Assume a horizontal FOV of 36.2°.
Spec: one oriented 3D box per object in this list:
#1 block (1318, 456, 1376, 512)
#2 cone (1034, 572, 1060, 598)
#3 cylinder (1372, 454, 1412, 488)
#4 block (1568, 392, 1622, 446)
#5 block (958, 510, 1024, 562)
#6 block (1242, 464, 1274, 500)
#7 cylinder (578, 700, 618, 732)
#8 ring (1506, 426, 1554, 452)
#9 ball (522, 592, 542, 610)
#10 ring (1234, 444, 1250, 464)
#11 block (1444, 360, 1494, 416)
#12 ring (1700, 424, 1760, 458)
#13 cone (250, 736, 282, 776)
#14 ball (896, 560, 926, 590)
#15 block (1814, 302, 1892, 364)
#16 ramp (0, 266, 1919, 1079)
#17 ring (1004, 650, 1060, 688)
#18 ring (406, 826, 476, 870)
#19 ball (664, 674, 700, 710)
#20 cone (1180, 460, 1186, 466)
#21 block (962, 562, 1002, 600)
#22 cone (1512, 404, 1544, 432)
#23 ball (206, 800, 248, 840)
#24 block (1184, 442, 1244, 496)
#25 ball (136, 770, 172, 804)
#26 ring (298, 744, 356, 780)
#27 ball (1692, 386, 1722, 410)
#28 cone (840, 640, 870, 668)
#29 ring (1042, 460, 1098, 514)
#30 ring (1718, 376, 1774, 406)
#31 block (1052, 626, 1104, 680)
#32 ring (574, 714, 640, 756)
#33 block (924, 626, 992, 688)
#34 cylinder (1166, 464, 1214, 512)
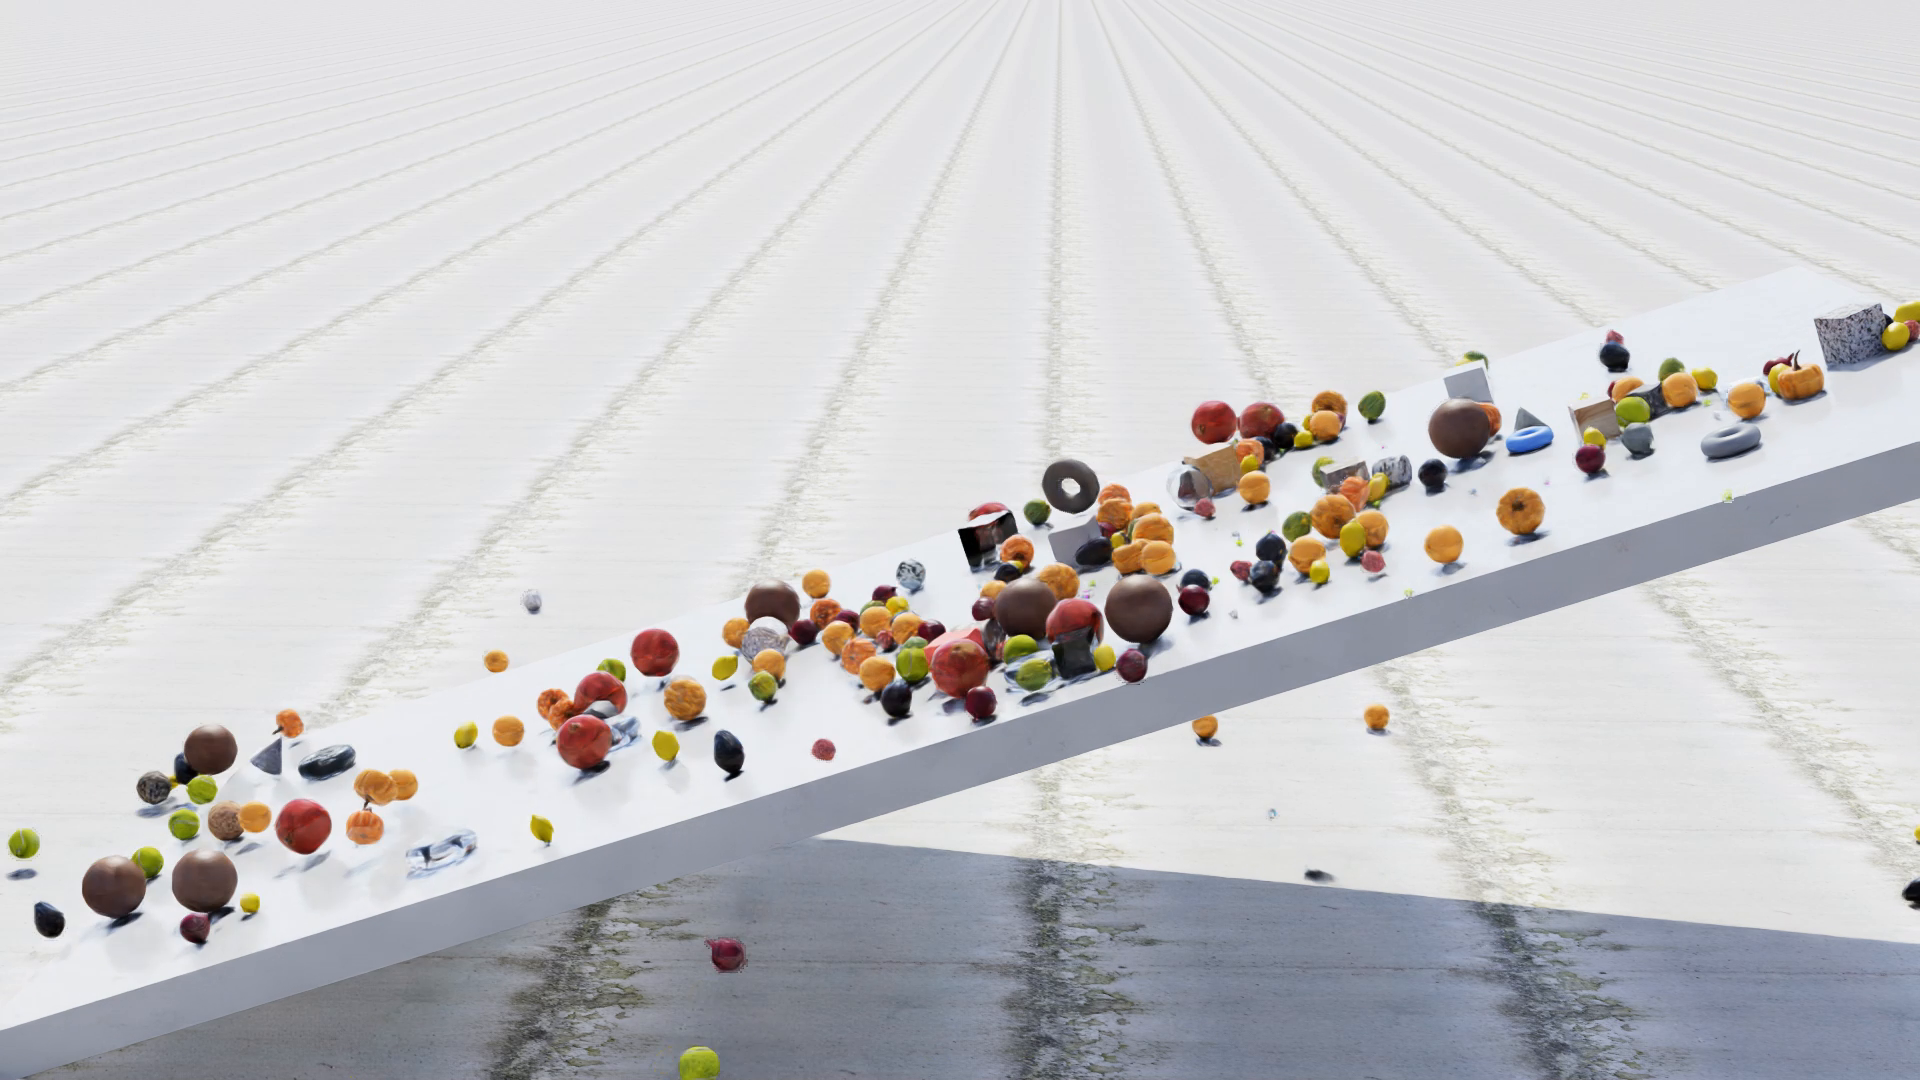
[{"bbox_3d":[0.808,-0.118,6.136,0.084,0.084,0.084,-19,10,-2],"label":"block"},{"bbox_3d":[0.190,0.099,6.246,0.054,0.054,0.054,7,10,-13],"label":"cone"},{"bbox_3d":[0.905,-0.143,6.157,0.062,0.062,0.062,-11,4,34],"label":"cylinder"},{"bbox_3d":[1.289,-0.245,5.978,0.079,0.079,0.079,-18,11,5],"label":"block"},{"bbox_3d":[0.070,-0.003,6.776,0.095,0.095,0.095,-10,14,39],"label":"block"},{"bbox_3d":[0.650,-0.126,6.405,0.054,0.054,0.054,10,-20,-5],"label":"block"},{"bbox_3d":[-0.773,0.385,6.297,0.069,0.069,0.069,2,15,10],"label":"cylinder"},{"bbox_3d":[1.181,-0.209,6.103,0.102,0.034,0.102,-17,11,4],"label":"ring"},{"bbox_3d":[-1.367,0.195,9.401,0.063,0.063,0.063,0,12,0],"label":"ball"},{"bbox_3d":[0.620,-0.193,6.951,0.135,0.045,0.135,-17,11,4],"label":"ring"},{"bbox_3d":[1.158,-0.347,6.692,0.092,0.092,0.092,-16,11,14],"label":"block"},{"bbox_3d":[1.447,-0.186,5.522,0.114,0.038,0.114,-19,12,4],"label":"ring"},{"bbox_3d":[-1.640,0.505,7.031,0.083,0.083,0.083,27,8,-4],"label":"cone"},{"bbox_3d":[-0.112,0.079,6.739,0.070,0.070,0.070,0,12,0],"label":"ball"},{"bbox_3d":[1.804,-0.418,5.941,0.096,0.096,0.096,-22,11,-18],"label":"block"},{"bbox_3d":[0.102,0.182,6.309,4.000,0.100,2.000,-17,11,5],"label":"ramp"},{"bbox_3d":[0.142,0.243,5.541,0.123,0.041,0.123,-18,12,4],"label":"ring"},{"bbox_3d":[-1.000,0.595,5.675,0.143,0.048,0.143,-18,9,3],"label":"ring"},{"bbox_3d":[-0.593,0.325,6.279,0.078,0.078,0.078,0,12,0],"label":"ball"},{"bbox_3d":[0.547,-0.138,6.813,0.083,0.083,0.083,9,12,0],"label":"cone"},{"bbox_3d":[0.049,0.102,6.498,0.090,0.090,0.090,-1,14,2],"label":"block"},{"bbox_3d":[1.217,-0.244,6.231,0.067,0.067,0.067,24,5,-17],"label":"cone"},{"bbox_3d":[-1.616,0.619,6.488,0.088,0.088,0.088,0,12,0],"label":"ball"},{"bbox_3d":[0.581,-0.162,6.729,0.092,0.092,0.092,-21,11,-14],"label":"block"},{"bbox_3d":[-1.997,0.613,7.288,0.084,0.084,0.084,0,12,0],"label":"ball"},{"bbox_3d":[-1.482,0.519,6.887,0.139,0.046,0.139,-17,12,4],"label":"ring"},{"bbox_3d":[1.510,-0.281,5.950,0.061,0.061,0.061,0,12,0],"label":"ball"},{"bbox_3d":[-0.218,0.243,6.195,0.059,0.059,0.059,8,11,-3],"label":"cone"},{"bbox_3d":[0.262,-0.127,6.951,0.139,0.139,0.046,4,25,19],"label":"ring"},{"bbox_3d":[1.575,-0.300,5.889,0.111,0.037,0.111,-17,12,4],"label":"ring"},{"bbox_3d":[0.220,0.211,5.497,0.069,0.069,0.069,-15,11,17],"label":"block"},{"bbox_3d":[-0.739,0.410,6.171,0.147,0.049,0.147,-19,10,4],"label":"ring"},{"bbox_3d":[-0.005,0.230,5.740,0.085,0.085,0.085,-12,12,29],"label":"block"},{"bbox_3d":[0.515,-0.117,6.607,0.093,0.093,0.093,-1,9,-5],"label":"cylinder"}]
